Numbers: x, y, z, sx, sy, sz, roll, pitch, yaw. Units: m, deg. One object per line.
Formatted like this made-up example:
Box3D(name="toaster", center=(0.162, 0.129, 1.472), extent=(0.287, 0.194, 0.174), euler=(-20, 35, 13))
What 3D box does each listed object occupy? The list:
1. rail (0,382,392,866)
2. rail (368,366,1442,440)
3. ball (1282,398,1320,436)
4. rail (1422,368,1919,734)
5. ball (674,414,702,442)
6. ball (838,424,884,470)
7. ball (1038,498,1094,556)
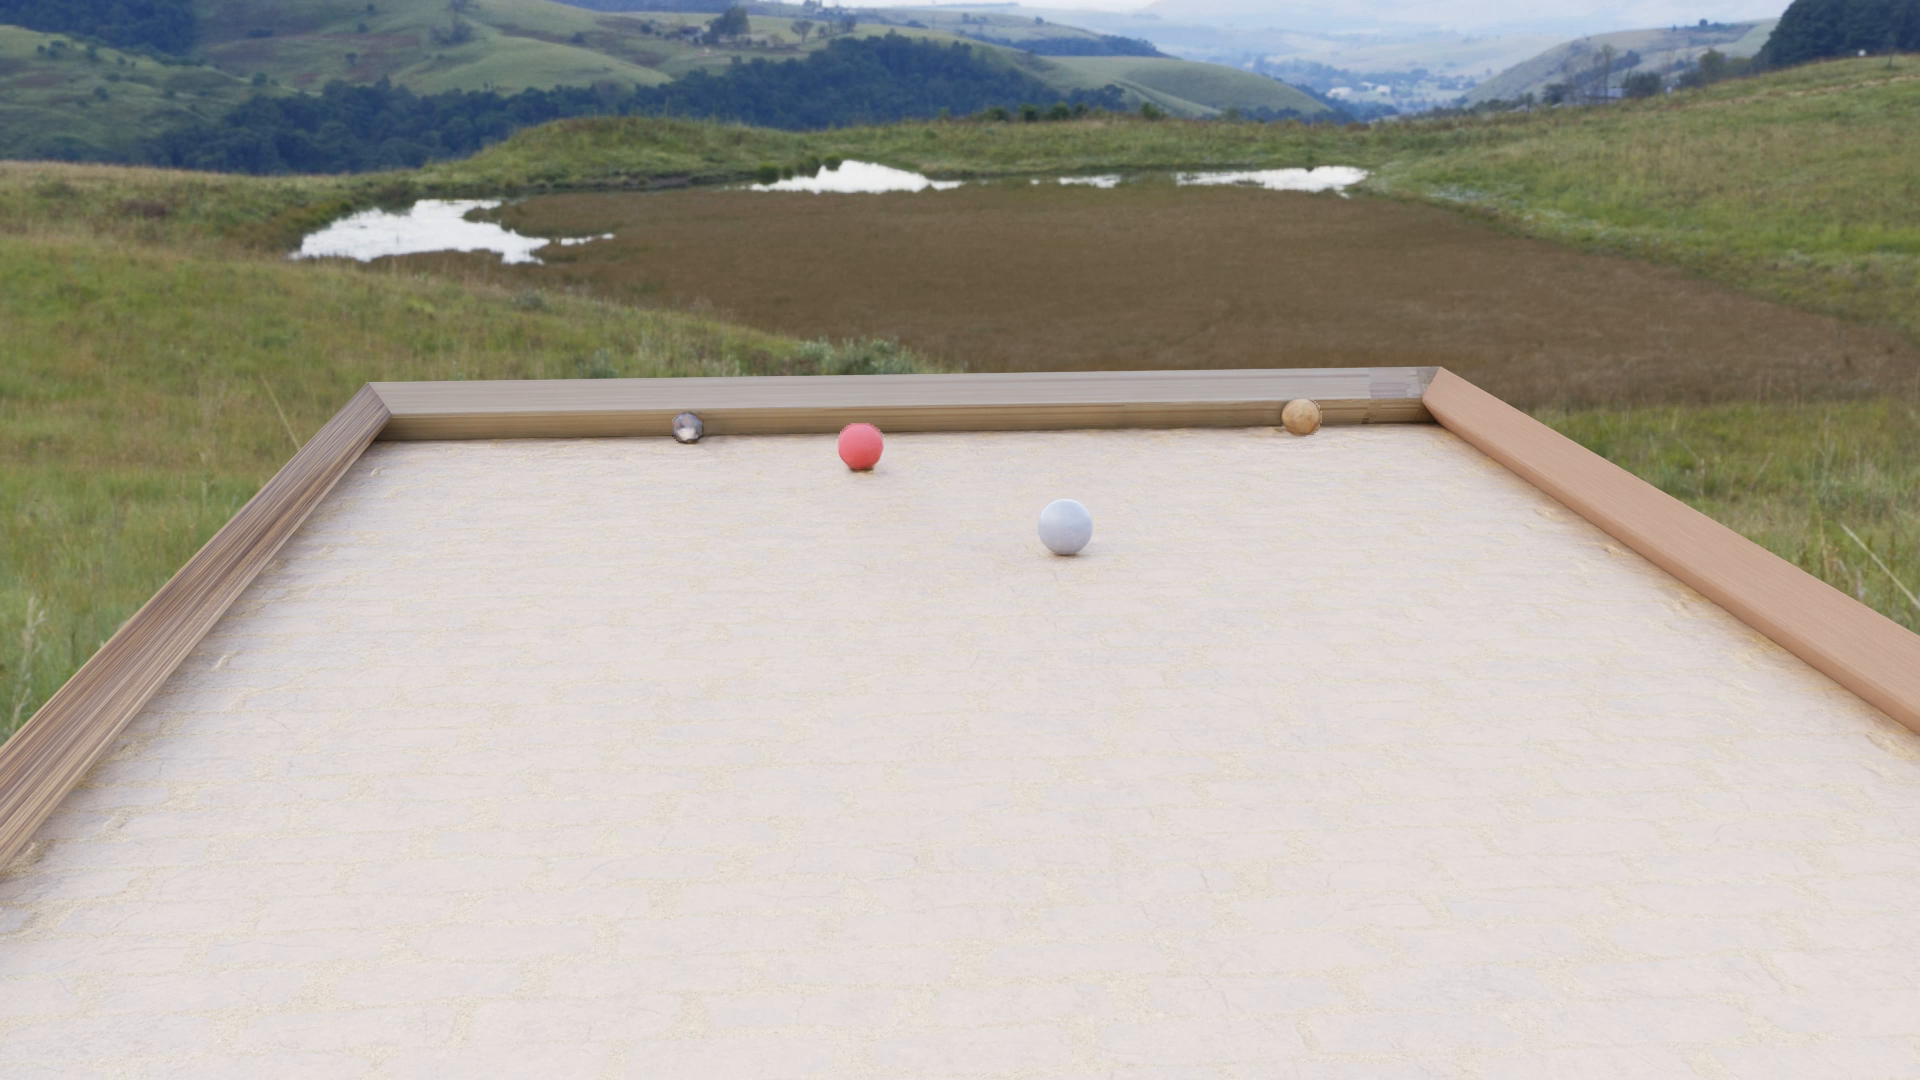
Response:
Box3D(name="rail", center=(-0.812, 0.219, 1.950), extent=(0.045, 0.098, 3.576), euler=(-1, 14, -5))
Box3D(name="rail", center=(-0.074, -0.228, 3.729), extent=(1.831, 0.098, 0.045), euler=(-1, 14, -5))
Box3D(name="ball", center=(0.577, -0.208, 3.725), extent=(0.063, 0.063, 0.063), euler=(0, 14, 0))
Box3D(name="rail", center=(0.965, 0.182, 2.098), extent=(0.045, 0.098, 3.576), euler=(-1, 14, -5))
Box3D(name="ball", center=(-0.454, -0.187, 3.670), extent=(0.049, 0.049, 0.049), euler=(0, 14, 0))
Box3D(name="ball", center=(-0.156, -0.146, 3.460), extent=(0.072, 0.072, 0.072), euler=(0, 14, 0))
Box3D(name="ball", center=(0.141, -0.018, 2.941), extent=(0.075, 0.075, 0.075), euler=(0, 14, 0))
